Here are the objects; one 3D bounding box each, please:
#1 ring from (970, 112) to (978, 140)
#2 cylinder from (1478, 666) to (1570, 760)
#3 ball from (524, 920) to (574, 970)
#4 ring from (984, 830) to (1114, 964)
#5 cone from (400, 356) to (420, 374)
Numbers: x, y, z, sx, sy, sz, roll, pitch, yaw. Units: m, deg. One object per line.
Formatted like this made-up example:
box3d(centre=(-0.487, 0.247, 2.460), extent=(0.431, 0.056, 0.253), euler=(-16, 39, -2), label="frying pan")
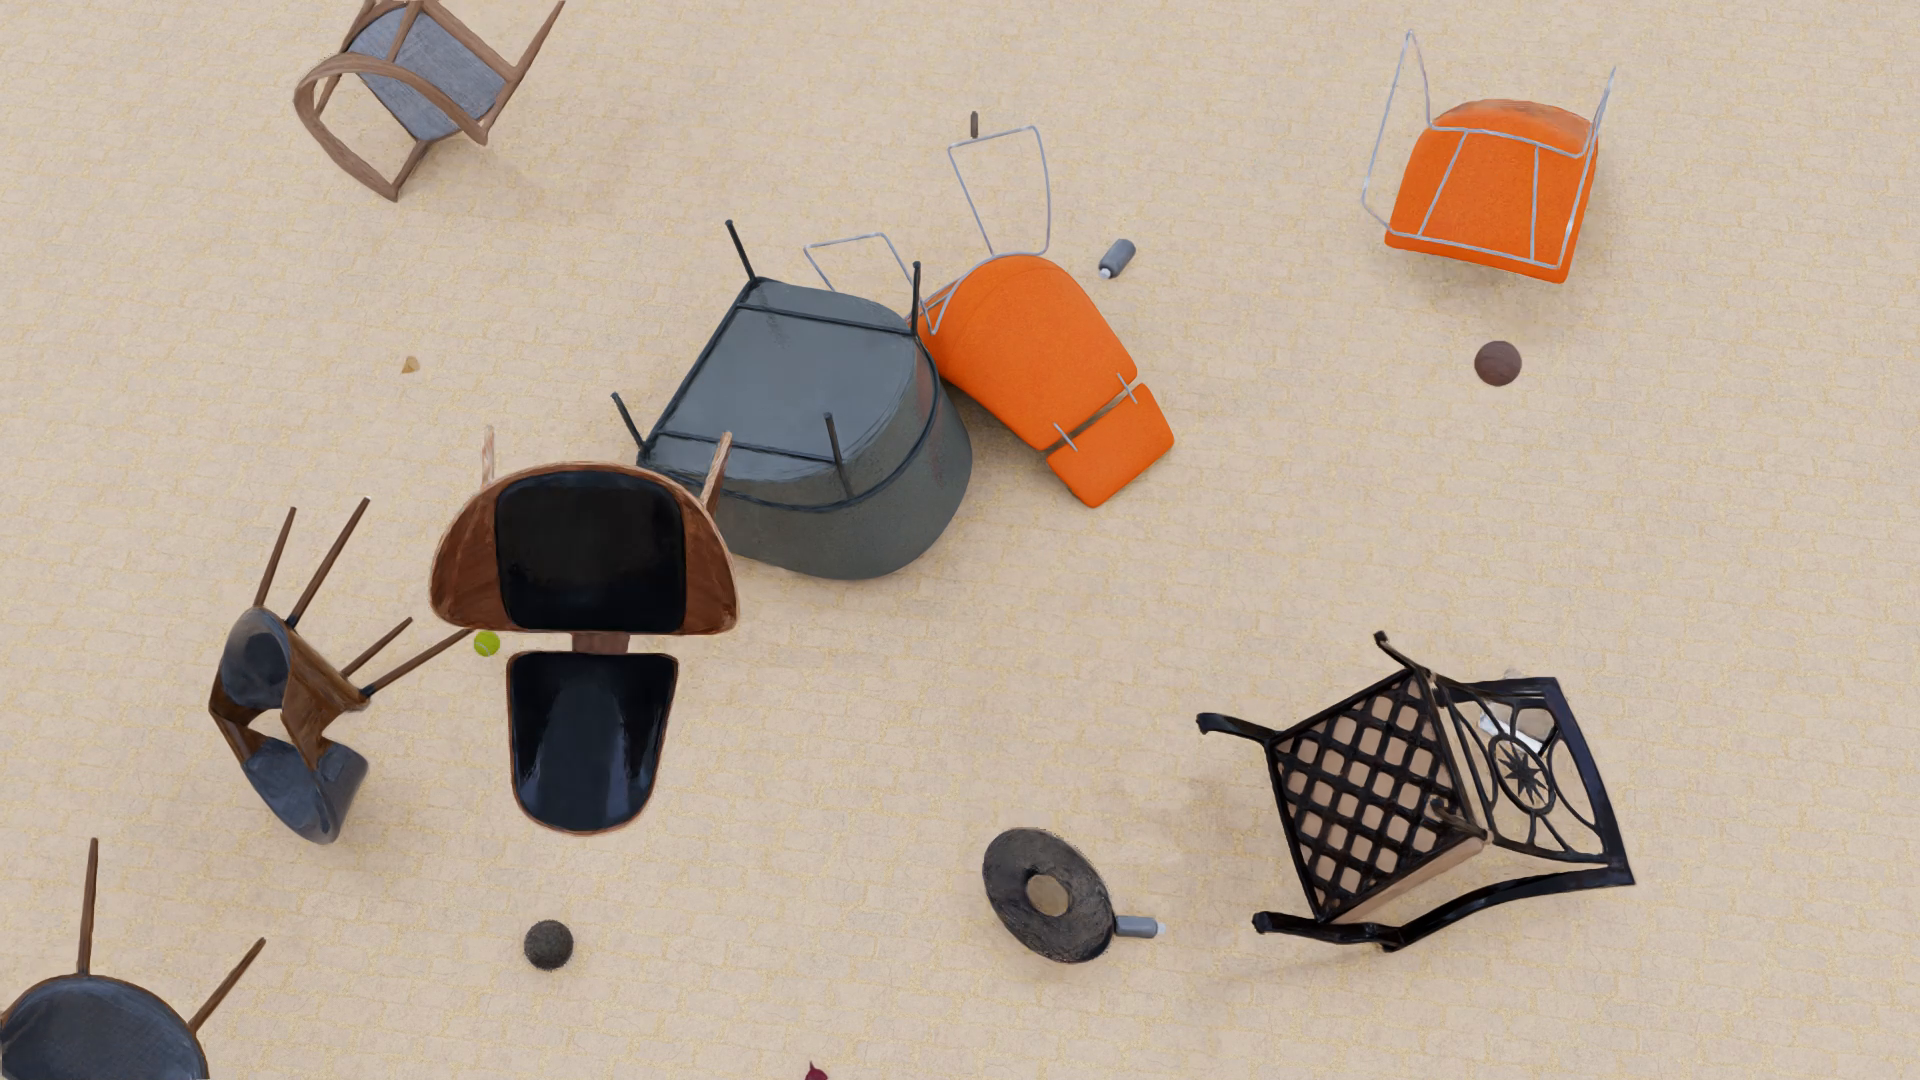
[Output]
box3d(centre=(0.049, -1.406, 7.462), extent=(0.025, 0.091, 0.102), euler=(0, 58, 1), label="ring")
box3d(centre=(1.570, 0.481, 6.133), extent=(0.184, 0.164, 0.229), euler=(30, 43, 8), label="cylinder")
box3d(centre=(-1.081, 1.065, 5.781), extent=(0.131, 0.131, 0.131), euler=(0, 56, 0), label="ball")
box3d(centre=(0.233, 0.943, 5.839), extent=(0.279, 0.116, 0.448), euler=(-40, 57, -8), label="ring")
box3d(centre=(-1.737, -0.539, 6.908), extent=(0.045, 0.068, 0.058), euler=(-18, 78, -59), label="cone")
